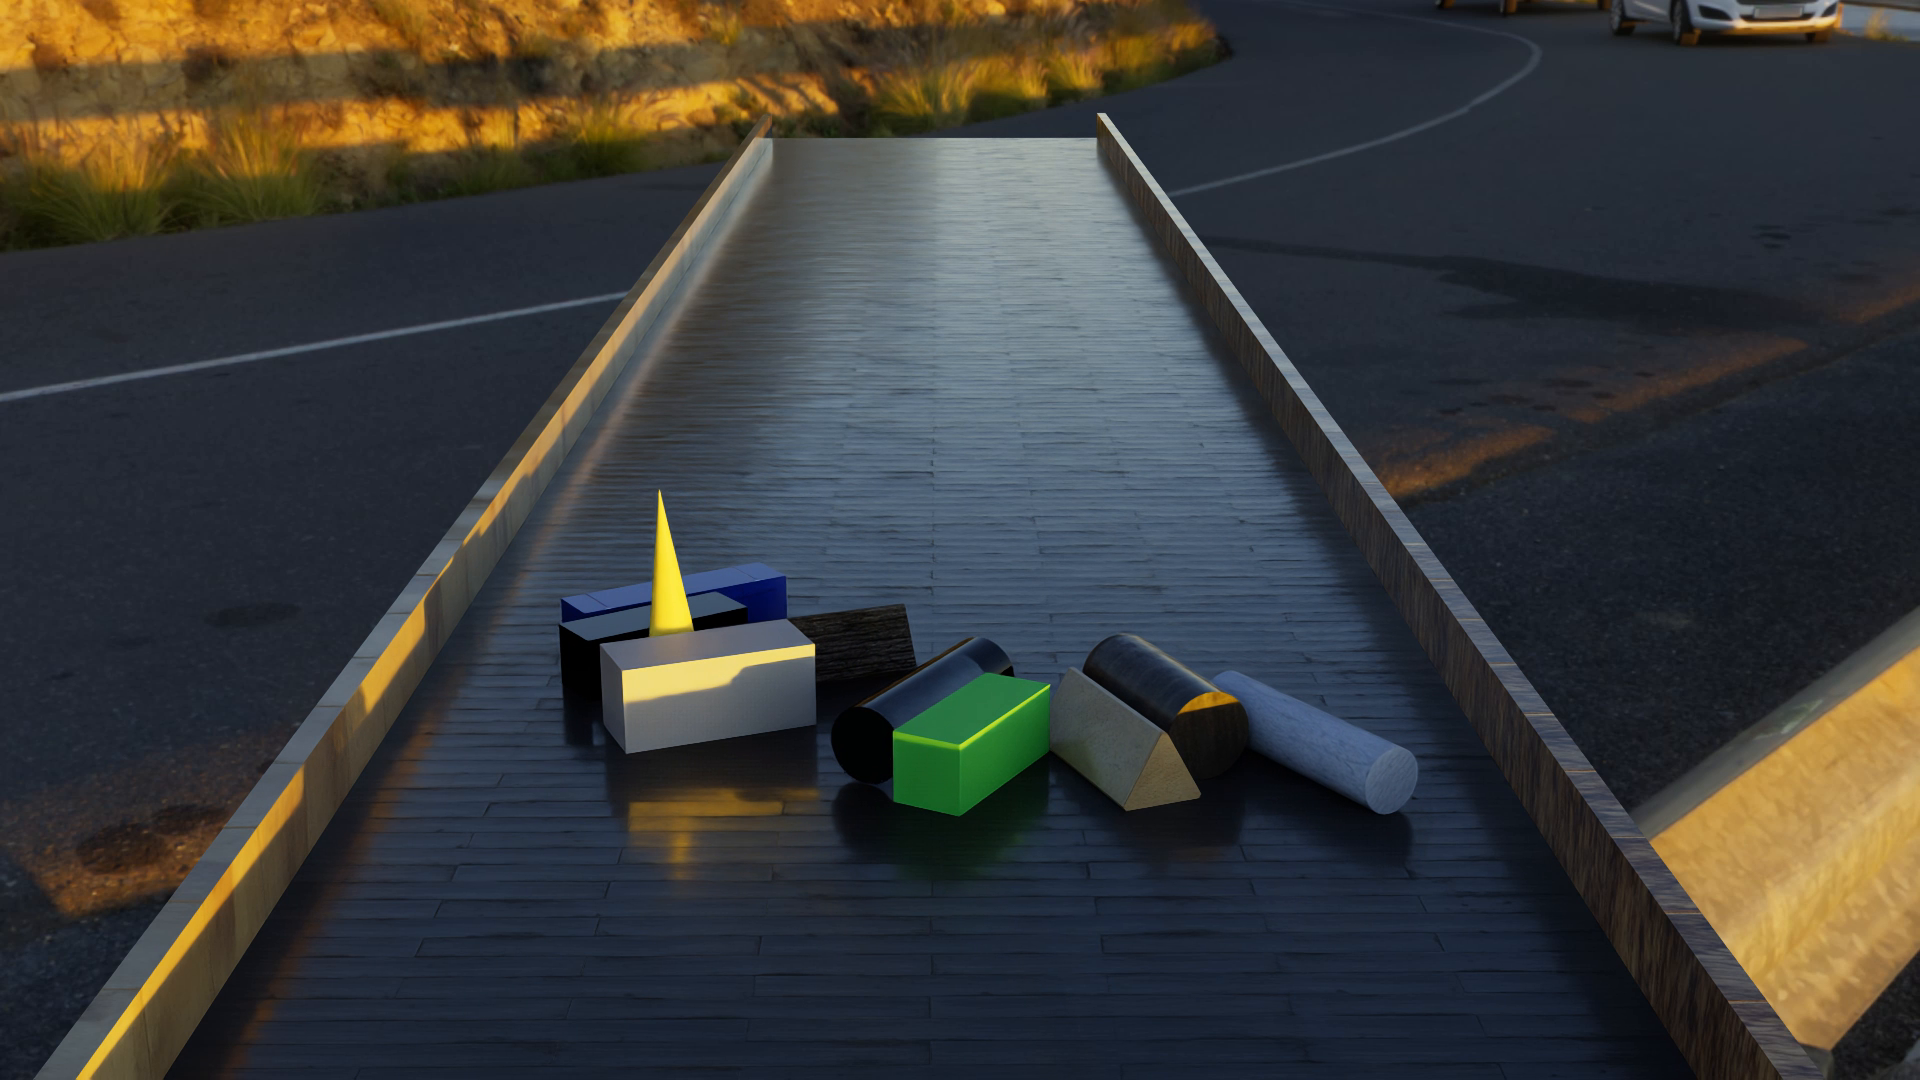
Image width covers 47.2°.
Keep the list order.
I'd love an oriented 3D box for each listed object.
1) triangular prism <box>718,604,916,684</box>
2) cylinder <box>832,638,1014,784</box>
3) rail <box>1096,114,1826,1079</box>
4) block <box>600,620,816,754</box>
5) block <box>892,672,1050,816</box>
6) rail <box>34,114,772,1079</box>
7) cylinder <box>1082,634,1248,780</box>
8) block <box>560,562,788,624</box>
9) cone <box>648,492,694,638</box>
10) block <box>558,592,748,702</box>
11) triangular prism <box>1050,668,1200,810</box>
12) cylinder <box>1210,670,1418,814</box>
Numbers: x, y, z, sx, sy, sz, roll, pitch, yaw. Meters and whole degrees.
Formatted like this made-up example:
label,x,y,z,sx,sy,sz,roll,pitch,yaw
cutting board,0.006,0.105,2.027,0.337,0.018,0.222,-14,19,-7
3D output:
label,x,y,z,sx,sy,sz,roll,pitch,yaw
triangular prism,-0.296,0.205,4.316,0.400,0.119,0.138,-7,17,-21
cylinder,-0.061,0.302,3.964,0.141,0.141,0.418,9,19,28
rail,0.932,-0.844,7.801,0.050,0.150,12.000,0,17,-1
block,-0.464,0.266,4.055,0.362,0.158,0.158,-7,18,-22
block,0.024,0.350,3.823,0.129,0.129,0.331,9,19,28
rail,-1.118,-0.838,7.780,0.050,0.150,12.000,0,17,-1
cylinder,0.364,0.295,3.956,0.160,0.160,0.337,-7,18,-22
block,-0.583,0.151,4.516,0.453,0.116,0.116,-11,20,-32
cone,-0.550,0.103,4.150,0.125,0.411,0.125,-3,15,1
block,-0.598,0.206,4.317,0.348,0.123,0.123,-12,20,-34
triangular prism,0.273,0.337,3.859,0.146,0.126,0.356,-7,18,-22
cylinder,0.603,0.349,3.848,0.118,0.118,0.442,-10,19,-31
